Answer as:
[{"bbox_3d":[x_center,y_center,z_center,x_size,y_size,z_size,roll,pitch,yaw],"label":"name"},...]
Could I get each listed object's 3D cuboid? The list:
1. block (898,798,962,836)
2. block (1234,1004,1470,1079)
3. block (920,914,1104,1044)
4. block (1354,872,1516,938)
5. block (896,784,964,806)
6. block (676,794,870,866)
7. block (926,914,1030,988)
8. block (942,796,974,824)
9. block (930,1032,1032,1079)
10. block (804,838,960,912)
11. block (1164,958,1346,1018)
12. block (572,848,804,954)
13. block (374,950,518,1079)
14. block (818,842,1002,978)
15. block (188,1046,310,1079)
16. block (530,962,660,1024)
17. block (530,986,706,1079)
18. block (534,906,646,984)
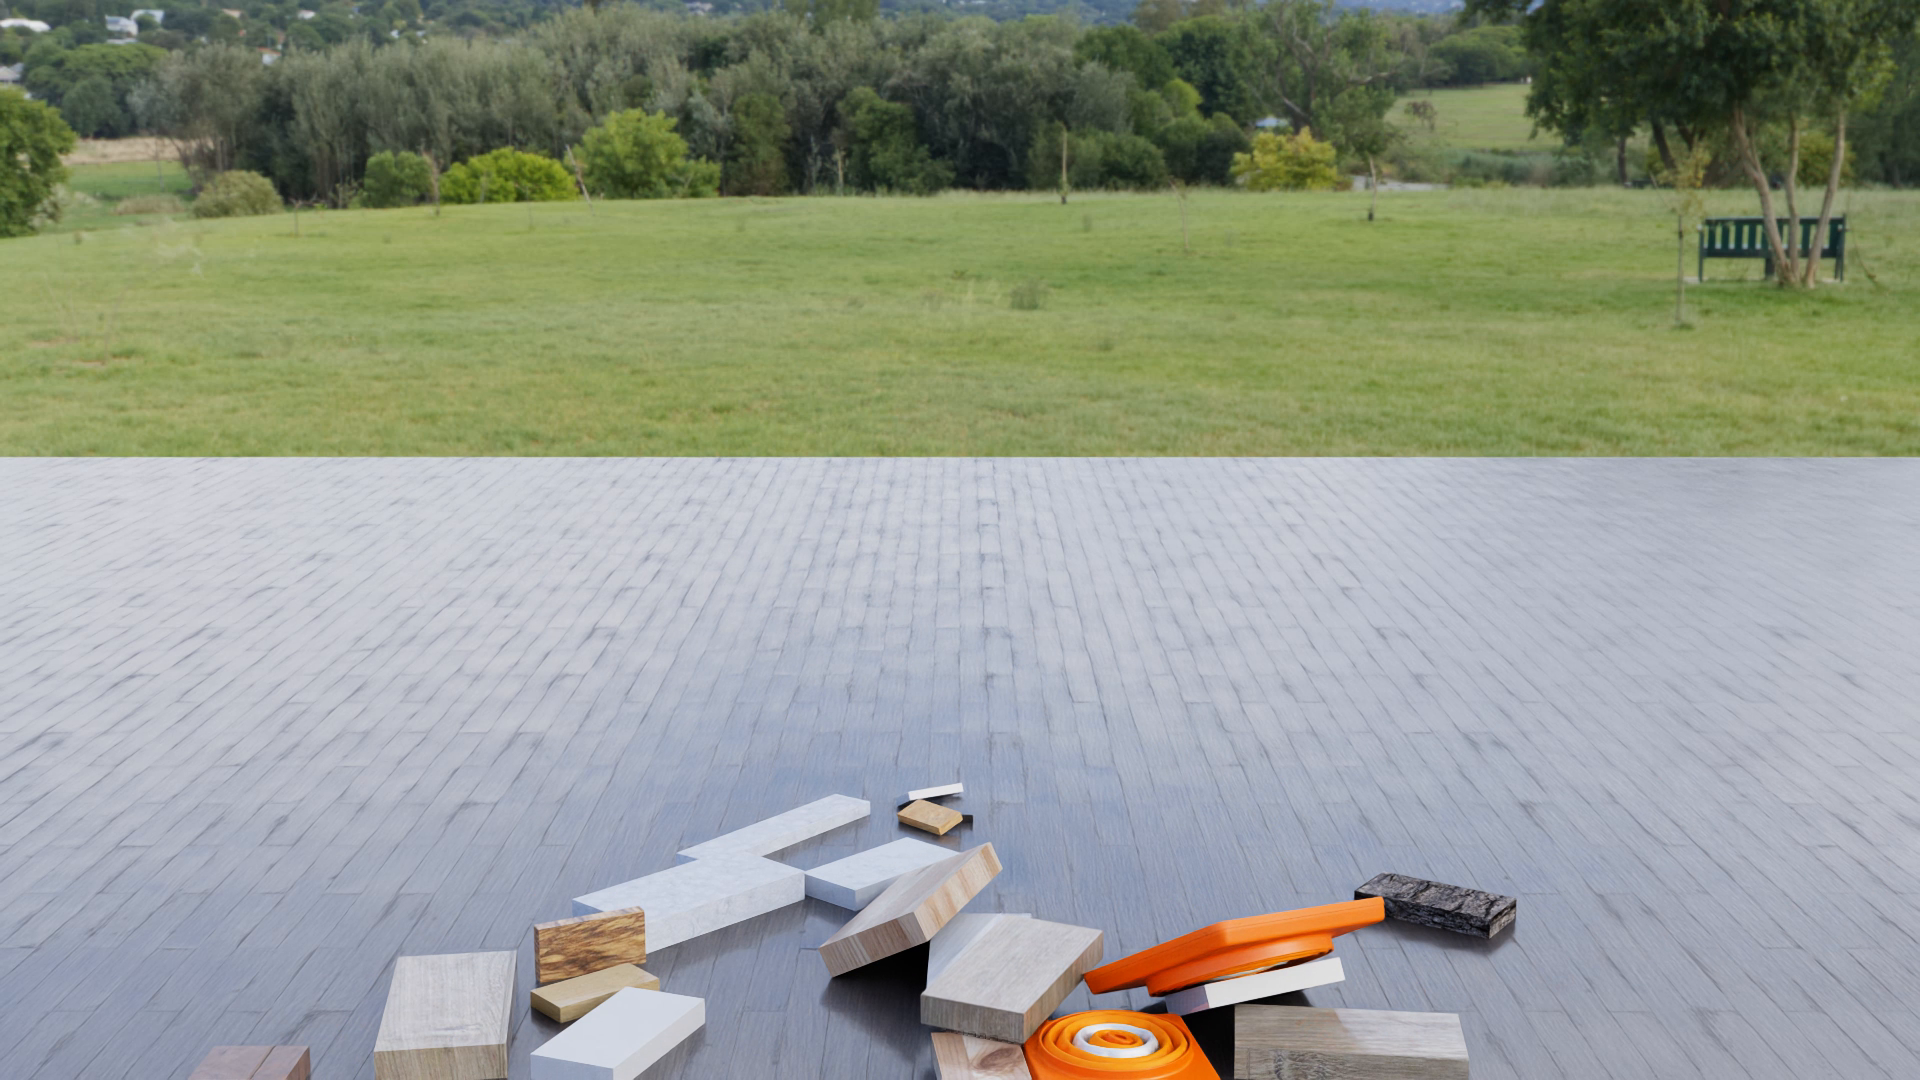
[{"bbox_3d":[-0.056,0.507,4.026,0.057,0.016,0.114,-31,28,-36],"label":"block"},{"bbox_3d":[0.530,0.691,3.005,0.308,0.044,0.154,1,11,7],"label":"block"},{"bbox_3d":[0.079,0.622,3.139,0.154,0.044,0.308,6,14,23],"label":"block"},{"bbox_3d":[0.771,0.591,3.572,0.231,0.033,0.116,7,13,34],"label":"block"},{"bbox_3d":[-0.057,0.480,4.149,0.114,0.016,0.057,-6,-15,-29],"label":"block"},{"bbox_3d":[-0.329,0.526,3.950,0.084,0.024,0.430,8,13,36],"label":"block"},{"bbox_3d":[0.031,0.636,3.304,0.154,0.044,0.308,0,11,1],"label":"block"},{"bbox_3d":[-0.004,0.502,4.097,0.057,0.016,0.114,0,11,0],"label":"block"},{"bbox_3d":[0.031,0.713,2.917,0.116,0.033,0.231,-1,11,-7],"label":"block"},{"bbox_3d":[-0.132,0.563,3.717,0.127,0.036,0.255,9,14,41],"label":"block"},{"bbox_3d":[0.423,0.643,3.157,0.231,0.033,0.116,-5,-16,-27],"label":"block"},{"bbox_3d":[-0.437,0.583,3.572,0.172,0.049,0.345,10,14,42],"label":"block"},{"bbox_3d":[-0.720,0.670,3.105,0.172,0.049,0.345,-2,11,-9],"label":"block"},{"bbox_3d":[-0.072,0.573,3.431,0.172,0.049,0.345,-25,1,22],"label":"block"},{"bbox_3d":[-0.943,0.724,2.849,0.127,0.036,0.255,0,11,0],"label":"block"},{"bbox_3d":[-0.534,0.662,3.218,0.167,0.024,0.084,-9,14,-40],"label":"block"},{"bbox_3d":[-0.470,0.688,3.041,0.127,0.036,0.255,4,11,21],"label":"block"},{"bbox_3d":[-0.559,0.611,3.326,0.167,0.084,0.024,-6,12,-29],"label":"block"}]
